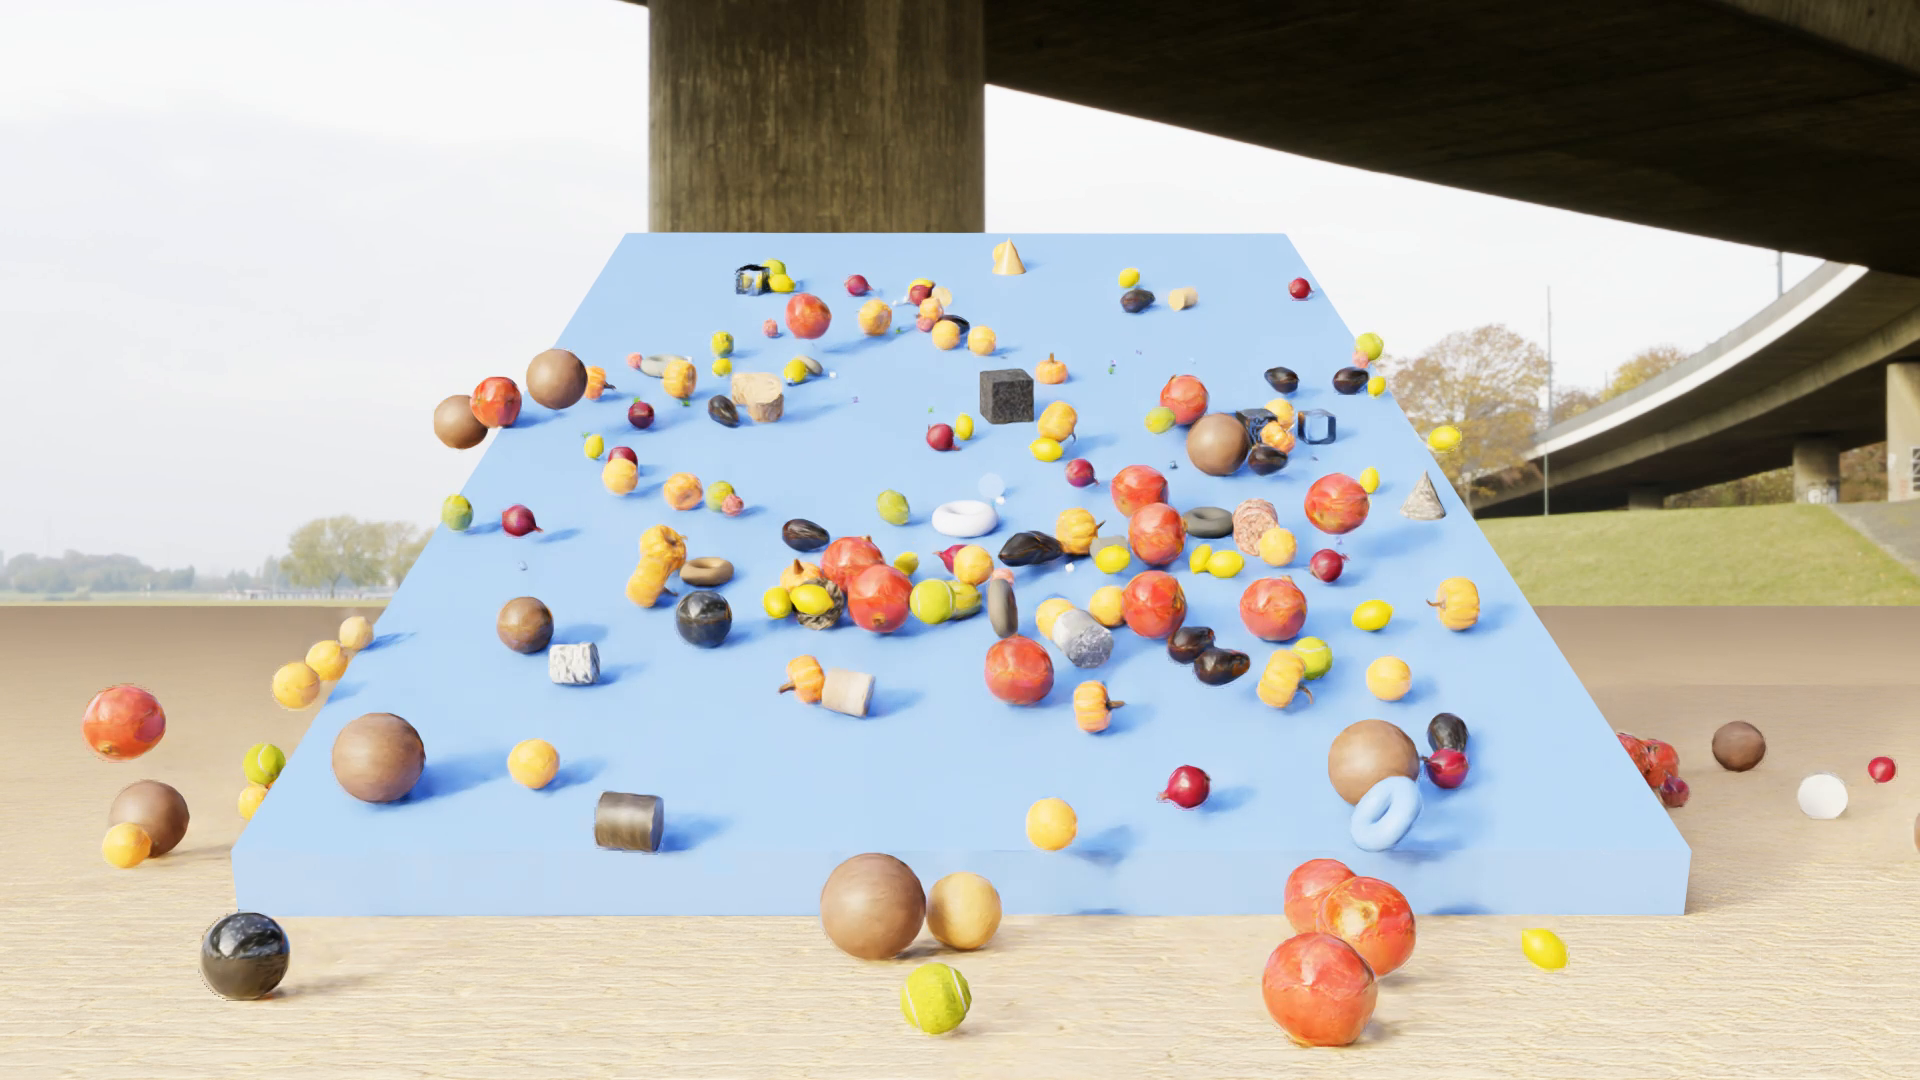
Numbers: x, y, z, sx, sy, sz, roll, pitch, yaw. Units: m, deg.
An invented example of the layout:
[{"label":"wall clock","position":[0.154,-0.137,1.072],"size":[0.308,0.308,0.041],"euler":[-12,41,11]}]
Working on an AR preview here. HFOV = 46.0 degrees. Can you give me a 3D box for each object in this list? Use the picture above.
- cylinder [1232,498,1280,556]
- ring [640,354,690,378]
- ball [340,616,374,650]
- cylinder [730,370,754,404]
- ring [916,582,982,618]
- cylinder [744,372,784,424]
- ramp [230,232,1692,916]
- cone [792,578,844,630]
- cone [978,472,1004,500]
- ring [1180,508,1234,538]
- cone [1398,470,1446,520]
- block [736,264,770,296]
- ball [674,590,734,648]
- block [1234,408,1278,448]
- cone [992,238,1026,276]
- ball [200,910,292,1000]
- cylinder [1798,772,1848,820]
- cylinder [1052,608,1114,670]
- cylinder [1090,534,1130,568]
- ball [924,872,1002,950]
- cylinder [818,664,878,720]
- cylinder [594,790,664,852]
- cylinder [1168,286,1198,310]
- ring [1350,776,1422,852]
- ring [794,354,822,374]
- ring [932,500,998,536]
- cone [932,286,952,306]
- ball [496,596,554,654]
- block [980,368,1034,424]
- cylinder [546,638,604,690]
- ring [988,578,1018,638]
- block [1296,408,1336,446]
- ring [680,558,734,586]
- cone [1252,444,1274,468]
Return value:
[{"label":"cylinder","position":[0.553,-0.025,4.225],"size":[0.085,0.085,0.085],"euler":[0,20,5]},{"label":"ring","position":[-0.699,-0.413,5.369],"size":[0.115,0.038,0.115],"euler":[0,19,0]},{"label":"ball","position":[-1.002,0.155,3.762],"size":[0.056,0.056,0.056],"euler":[0,-2,0]},{"label":"cylinder","position":[-0.473,-0.340,5.109],"size":[0.075,0.075,0.075],"euler":[10,0,10]},{"label":"ring","position":[-0.019,0.103,3.936],"size":[0.117,0.039,0.117],"euler":[2,18,-1]},{"label":"cylinder","position":[-0.429,-0.312,4.974],"size":[0.082,0.082,0.082],"euler":[0,-29,1]},{"label":"ramp","position":[-0.005,-0.205,4.998],"size":[2.000,0.100,4.000],"euler":[0,20,0]},{"label":"cone","position":[-0.235,0.114,3.903],"size":[0.090,0.090,0.090],"euler":[0,-7,9]},{"label":"cone","position":[0.060,-0.104,4.533],"size":[0.054,0.054,0.054],"euler":[0,-7,-2]},{"label":"ring","position":[0.475,-0.033,4.323],"size":[0.108,0.036,0.108],"euler":[-1,21,0]},{"label":"cone","position":[0.905,-0.096,4.414],"size":[0.092,0.092,0.092],"euler":[0,20,0]},{"label":"block","position":[-0.560,-0.702,6.126],"size":[0.068,0.068,0.068],"euler":[11,23,29]},{"label":"ball","position":[-0.427,0.131,3.773],"size":[0.096,0.096,0.096],"euler":[0,-2,0]},{"label":"block","position":[0.635,-0.240,4.852],"size":[0.066,0.066,0.066],"euler":[-7,21,-20]},{"label":"cone","position":[0.139,-0.803,6.366],"size":[0.098,0.098,0.098],"euler":[0,20,0]},{"label":"ball","position":[-0.782,0.455,2.478],"size":[0.096,0.096,0.096],"euler":[0,-2,0]},{"label":"cylinder","position":[1.727,0.511,4.530],"size":[0.091,0.091,0.091],"euler":[-1,-2,21]},{"label":"cylinder","position":[0.201,0.162,3.717],"size":[0.077,0.077,0.077],"euler":[1,19,-21]},{"label":"cylinder","position":[0.274,0.020,4.148],"size":[0.053,0.053,0.053],"euler":[-9,2,-22]},{"label":"ball","position":[0.004,0.463,2.827],"size":[0.098,0.098,0.098],"euler":[0,-2,0]},{"label":"cylinder","position":[-0.173,0.235,3.510],"size":[0.068,0.068,0.068],"euler":[25,5,15]},{"label":"cylinder","position":[-0.449,0.384,3.084],"size":[0.077,0.077,0.077],"euler":[5,-1,6]},{"label":"cylinder","position":[0.589,-0.638,5.971],"size":[0.055,0.055,0.055],"euler":[-18,11,-41]},{"label":"ring","position":[0.572,0.368,3.041],"size":[0.039,0.116,0.116],"euler":[38,-15,-17]},{"label":"ring","position":[-0.359,-0.414,5.346],"size":[0.075,0.025,0.075],"euler":[27,-8,4]},{"label":"ring","position":[0.010,-0.041,4.332],"size":[0.128,0.043,0.128],"euler":[-1,20,0]},{"label":"cone","position":[-0.056,-0.642,6.023],"size":[0.056,0.056,0.056],"euler":[0,-7,-16]},{"label":"ball","position":[-0.719,0.141,3.746],"size":[0.096,0.096,0.096],"euler":[0,-2,0]},{"label":"block","position":[0.104,-0.319,5.023],"size":[0.097,0.097,0.097],"euler":[-5,20,-14]},{"label":"cylinder","position":[-0.616,0.199,3.621],"size":[0.065,0.065,0.065],"euler":[-28,-11,19]},{"label":"ring","position":[0.072,0.115,3.792],"size":[0.034,0.103,0.103],"euler":[-9,-3,12]},{"label":"block","position":[0.767,-0.243,4.868],"size":[0.060,0.060,0.060],"euler":[-6,21,-17]},{"label":"ring","position":[-0.455,0.057,4.073],"size":[0.098,0.033,0.098],"euler":[-1,18,0]},{"label":"cone","position":[0.621,-0.174,4.731],"size":[0.052,0.052,0.052],"euler":[1,1,-21]}]
